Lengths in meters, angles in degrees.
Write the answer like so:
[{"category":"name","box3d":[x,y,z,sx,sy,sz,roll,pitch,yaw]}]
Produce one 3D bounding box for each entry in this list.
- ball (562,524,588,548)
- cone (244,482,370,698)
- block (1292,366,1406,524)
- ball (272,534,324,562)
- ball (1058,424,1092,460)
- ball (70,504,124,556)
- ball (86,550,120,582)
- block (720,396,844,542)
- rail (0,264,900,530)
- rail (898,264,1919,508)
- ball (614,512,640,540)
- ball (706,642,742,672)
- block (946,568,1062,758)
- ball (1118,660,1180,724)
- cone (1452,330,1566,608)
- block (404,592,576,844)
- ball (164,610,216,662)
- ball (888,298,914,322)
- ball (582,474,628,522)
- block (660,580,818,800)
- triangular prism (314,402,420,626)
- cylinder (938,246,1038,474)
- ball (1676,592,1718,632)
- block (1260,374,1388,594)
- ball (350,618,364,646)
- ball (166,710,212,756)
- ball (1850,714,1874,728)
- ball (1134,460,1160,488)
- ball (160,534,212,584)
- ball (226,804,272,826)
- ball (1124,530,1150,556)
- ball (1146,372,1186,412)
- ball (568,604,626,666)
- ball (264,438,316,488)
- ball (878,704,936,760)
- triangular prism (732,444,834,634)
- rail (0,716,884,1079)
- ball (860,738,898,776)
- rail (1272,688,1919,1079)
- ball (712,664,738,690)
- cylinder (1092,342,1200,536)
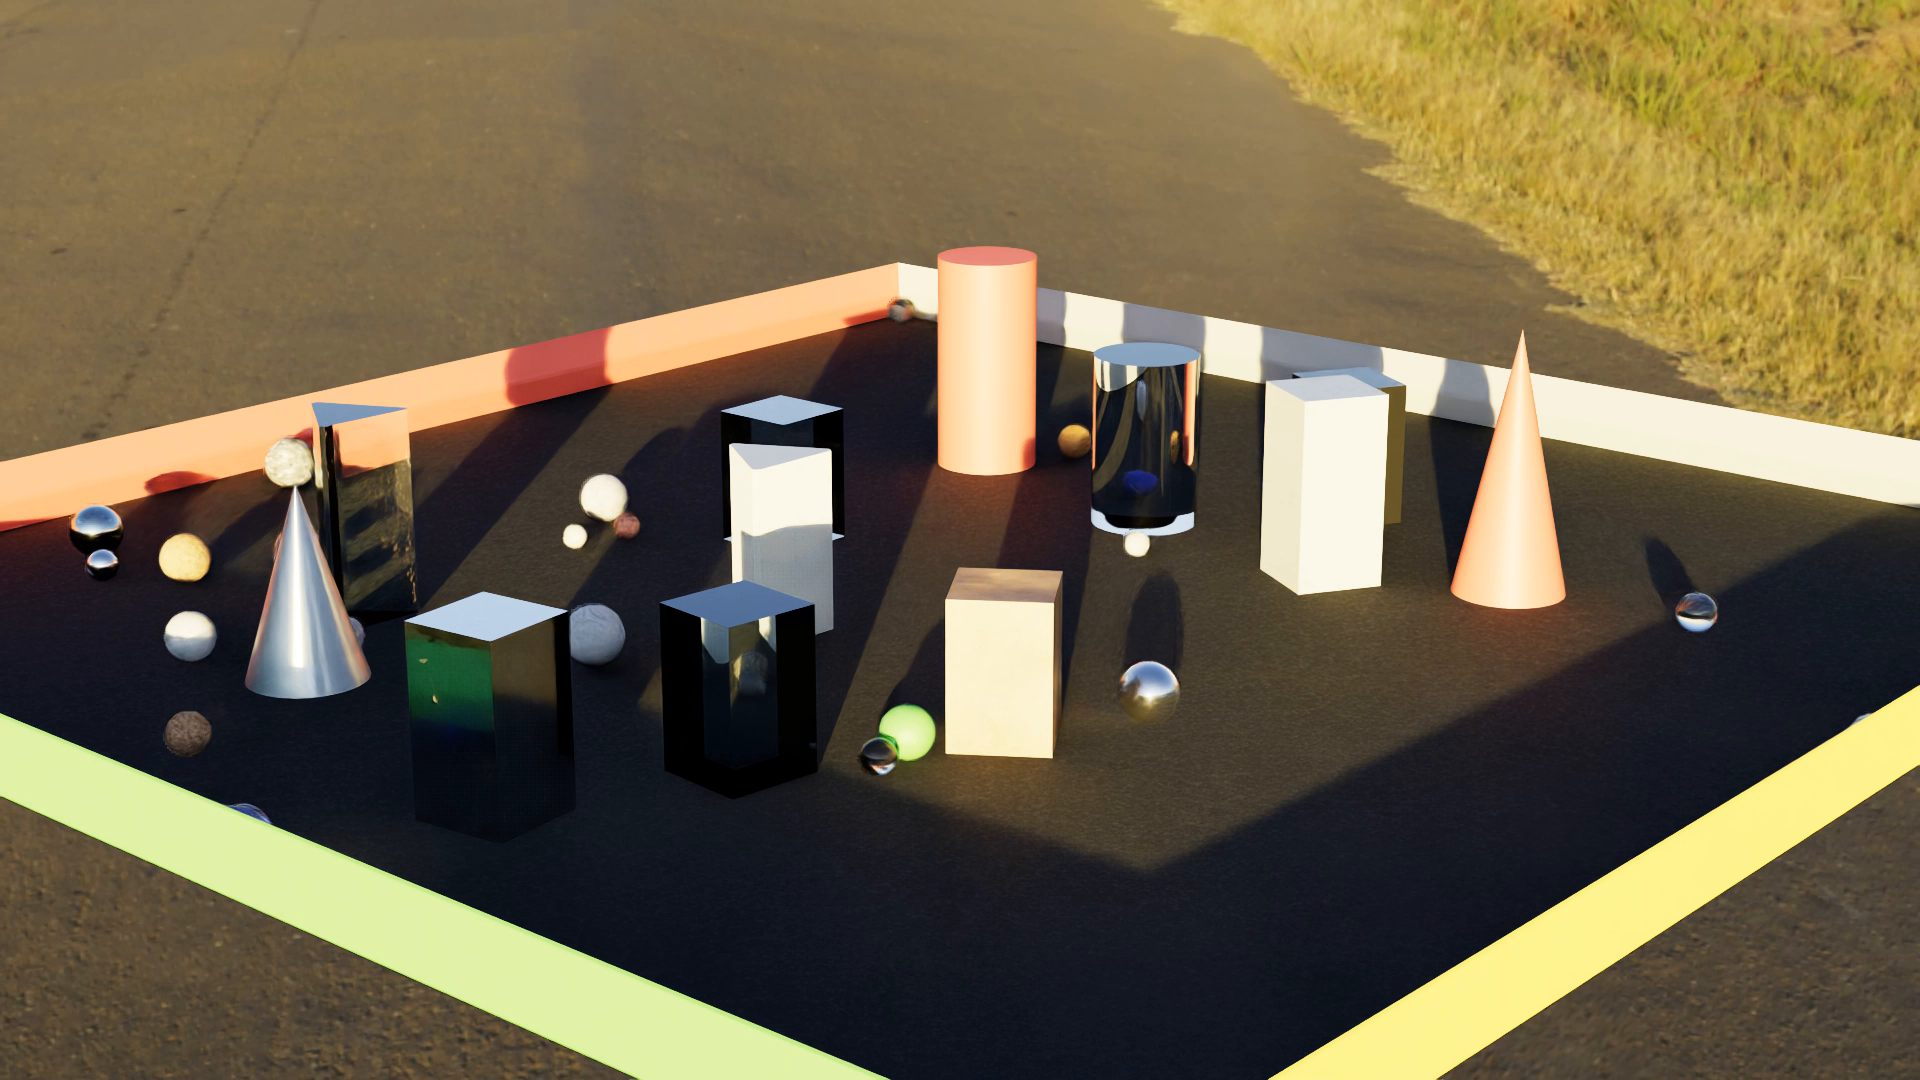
[{"category":"ball","box3d":[-0.709,-0.006,5.400,0.045,0.045,0.045,0,17,0]},{"category":"cone","box3d":[-1.049,0.065,4.674,0.200,0.327,0.200,0,17,0]},{"category":"block","box3d":[0.734,-0.175,5.573,0.160,0.268,0.160,-6,18,-19]},{"category":"ball","box3d":[-1.179,0.022,5.227,0.091,0.091,0.091,0,17,0]},{"category":"ball","box3d":[0.235,-0.201,6.001,0.070,0.070,0.070,0,17,0]},{"category":"ball","box3d":[-1.573,-0.016,5.345,0.095,0.095,0.095,0,17,0]},{"category":"ball","box3d":[-1.523,0.045,5.209,0.056,0.056,0.056,0,17,0]},{"category":"block","box3d":[-0.328,-0.122,5.436,0.160,0.246,0.160,14,22,38]},{"category":"rail","box3d":[-1.203,-0.269,6.120,0.045,0.130,3.254,14,22,39]},{"category":"rail","box3d":[1.051,-0.317,6.279,3.234,0.130,0.045,14,22,39]},{"category":"ball","box3d":[-0.621,-0.026,5.456,0.049,0.049,0.049,0,17,0]},{"category":"ball","box3d":[-0.381,0.191,4.727,0.055,0.055,0.055,0,17,0]},{"category":"block","box3d":[0.068,0.184,4.426,0.160,0.243,0.160,2,17,6]},{"category":"ball","box3d":[0.290,0.234,4.513,0.096,0.096,0.096,0,17,0]},{"category":"cone","box3d":[0.964,-0.136,5.090,0.200,0.470,0.200,0,17,0]},{"category":"block","box3d":[-0.658,0.247,4.121,0.160,0.296,0.160,11,20,32]},{"category":"ball","box3d":[-1.257,0.157,4.789,0.083,0.083,0.083,0,17,0]},{"category":"ball","box3d":[-0.145,-0.567,7.232,0.061,0.061,0.061,0,17,0]},{"category":"ball","box3d":[-0.674,-0.080,5.566,0.089,0.089,0.089,0,17,0]},{"category":"block","box3d":[-0.323,0.216,4.286,0.160,0.260,0.160,-15,22,-41]},{"category":"triangular prism","box3d":[-1.045,-0.047,4.988,0.150,0.360,0.173,16,23,42]},{"category":"cylinder","box3d":[0.055,-0.363,5.924,0.200,0.426,0.200,0,17,0]},{"category":"ball","box3d":[1.239,0.122,4.932,0.068,0.068,0.068,0,17,0]},{"category":"block","box3d":[0.643,-0.100,5.184,0.160,0.348,0.160,-6,18,-18]},{"category":"ball","box3d":[-1.012,0.157,4.829,0.061,0.061,0.061,0,17,0]},{"category":"ball","box3d":[-1.154,0.288,4.383,0.067,0.067,0.067,0,17,0]},{"category":"ball","box3d":[1.358,0.293,4.365,0.069,0.069,0.069,0,17,0]},{"category":"ball","box3d":[0.370,-0.131,5.800,0.052,0.052,0.052,0,17,0]},{"category":"ball","box3d":[-1.371,0.033,5.192,0.089,0.089,0.089,0,17,0]},{"category":"ball","box3d":[-0.976,0.400,3.981,0.085,0.085,0.085,0,17,0]},{"category":"ball","box3d":[0.324,0.007,5.352,0.047,0.047,0.047,0,17,0]},{"category":"ball","box3d":[0.447,-0.321,6.373,0.086,0.086,0.086,0,17,0]},{"category":"ball","box3d":[-0.595,0.155,4.769,0.100,0.100,0.100,0,17,0]},{"category":"ball","box3d":[-1.323,-0.152,5.790,0.099,0.099,0.099,0,17,0]},{"category":"ball","box3d":[-0.079,0.286,4.361,0.084,0.084,0.084,0,17,0]},{"category":"triangular prism","box3d":[-0.328,0.003,4.905,0.150,0.312,0.173,15,22,41]},{"category":"rail","box3d":[-1.051,0.382,3.961,3.234,0.130,0.045,14,22,39]},{"category":"ball","box3d":[-0.119,0.318,4.304,0.056,0.056,0.056,0,17,0]},{"category":"rail","box3d":[1.203,0.334,4.120,0.045,0.130,3.254,14,22,39]},{"category":"ball","box3d":[-0.373,0.217,4.665,0.040,0.040,0.040,0,17,0]},{"category":"cylinder","box3d":[0.349,-0.192,5.529,0.200,0.325,0.200,0,17,0]}]
